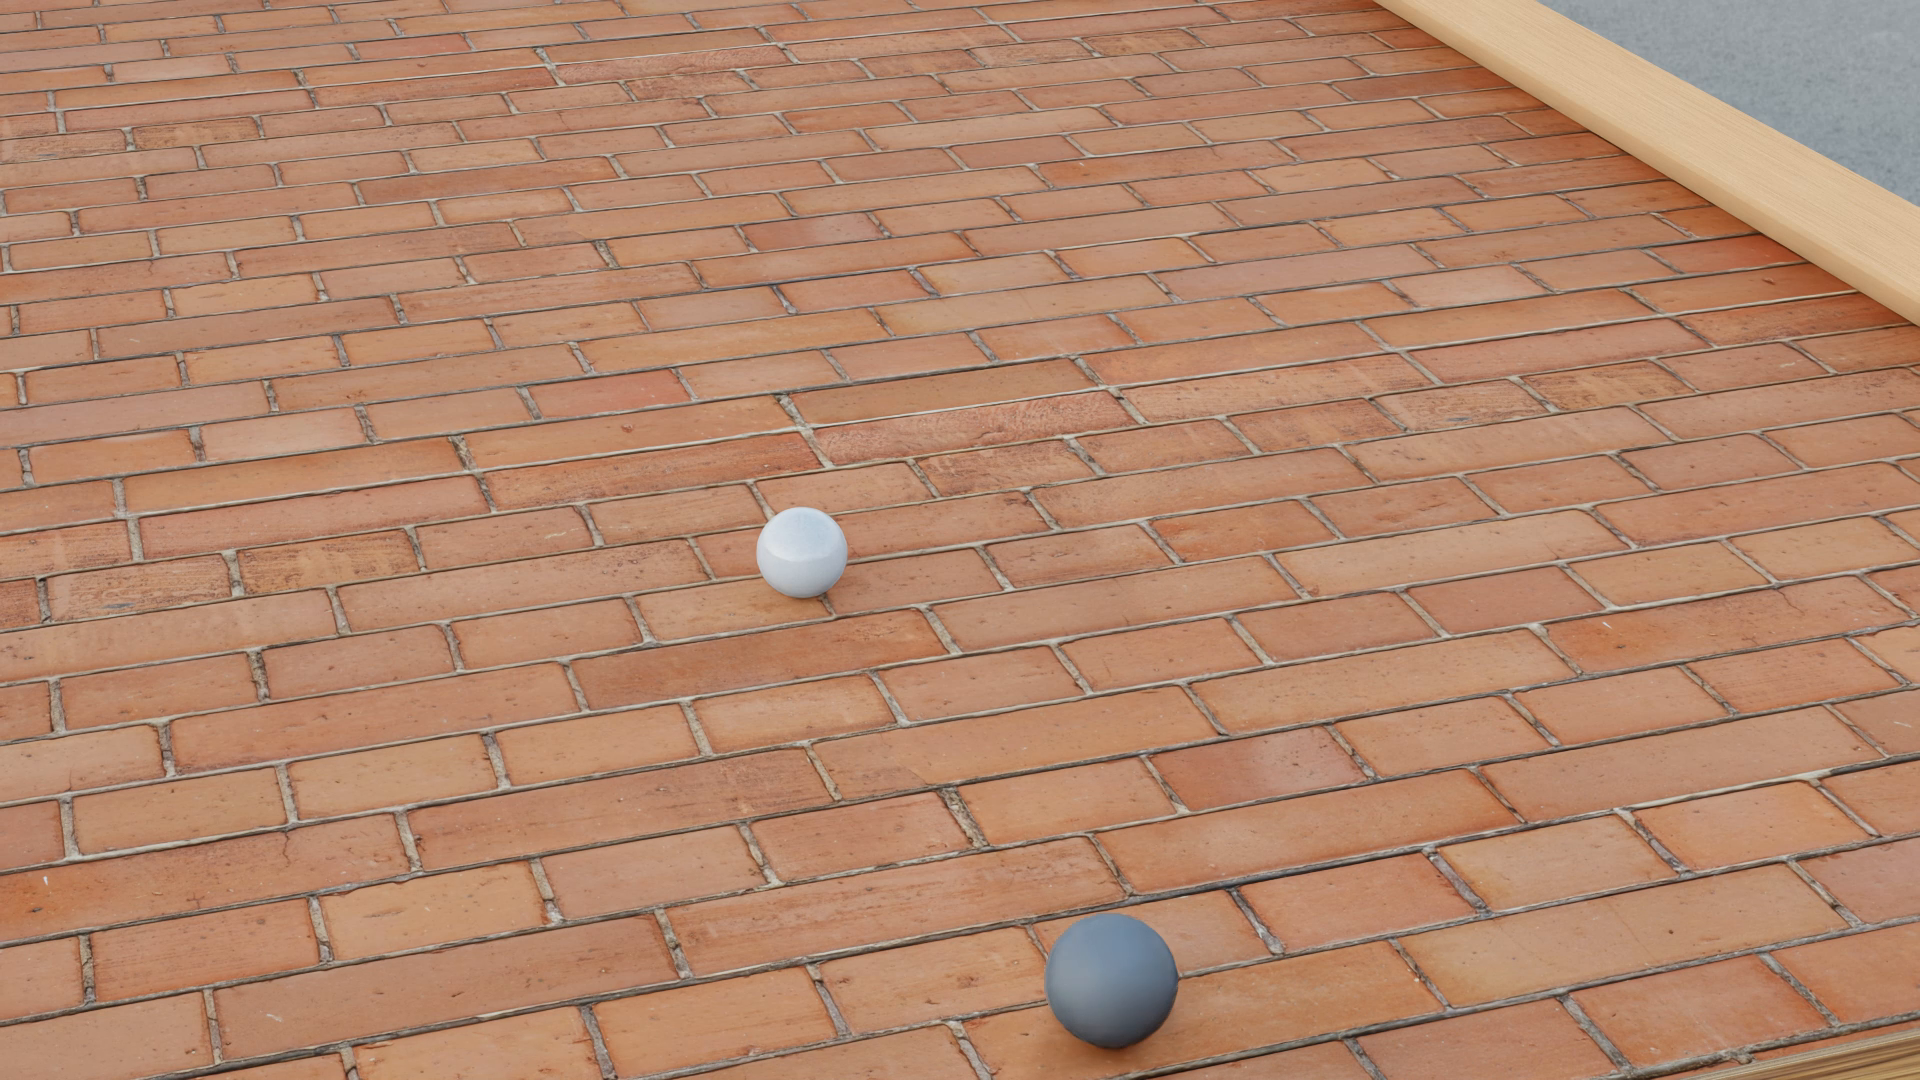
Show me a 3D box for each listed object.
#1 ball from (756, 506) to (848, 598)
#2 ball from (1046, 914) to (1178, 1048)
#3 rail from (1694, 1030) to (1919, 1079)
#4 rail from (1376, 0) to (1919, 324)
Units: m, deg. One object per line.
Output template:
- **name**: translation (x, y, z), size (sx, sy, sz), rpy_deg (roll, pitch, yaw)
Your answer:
- **ball**: translation (-0.106, 0.008, 1.982), size (0.062, 0.062, 0.062), rpy_deg (0, 26, 0)
- **ball**: translation (0.079, 0.228, 1.522), size (0.068, 0.068, 0.068), rpy_deg (0, 26, 0)
- **rail**: translation (0.232, 0.294, 1.356), size (1.809, 0.095, 0.045), rpy_deg (-8, 27, -16)
- **rail**: translation (0.598, -0.450, 2.886), size (0.045, 0.095, 3.050), rpy_deg (-8, 27, -16)
